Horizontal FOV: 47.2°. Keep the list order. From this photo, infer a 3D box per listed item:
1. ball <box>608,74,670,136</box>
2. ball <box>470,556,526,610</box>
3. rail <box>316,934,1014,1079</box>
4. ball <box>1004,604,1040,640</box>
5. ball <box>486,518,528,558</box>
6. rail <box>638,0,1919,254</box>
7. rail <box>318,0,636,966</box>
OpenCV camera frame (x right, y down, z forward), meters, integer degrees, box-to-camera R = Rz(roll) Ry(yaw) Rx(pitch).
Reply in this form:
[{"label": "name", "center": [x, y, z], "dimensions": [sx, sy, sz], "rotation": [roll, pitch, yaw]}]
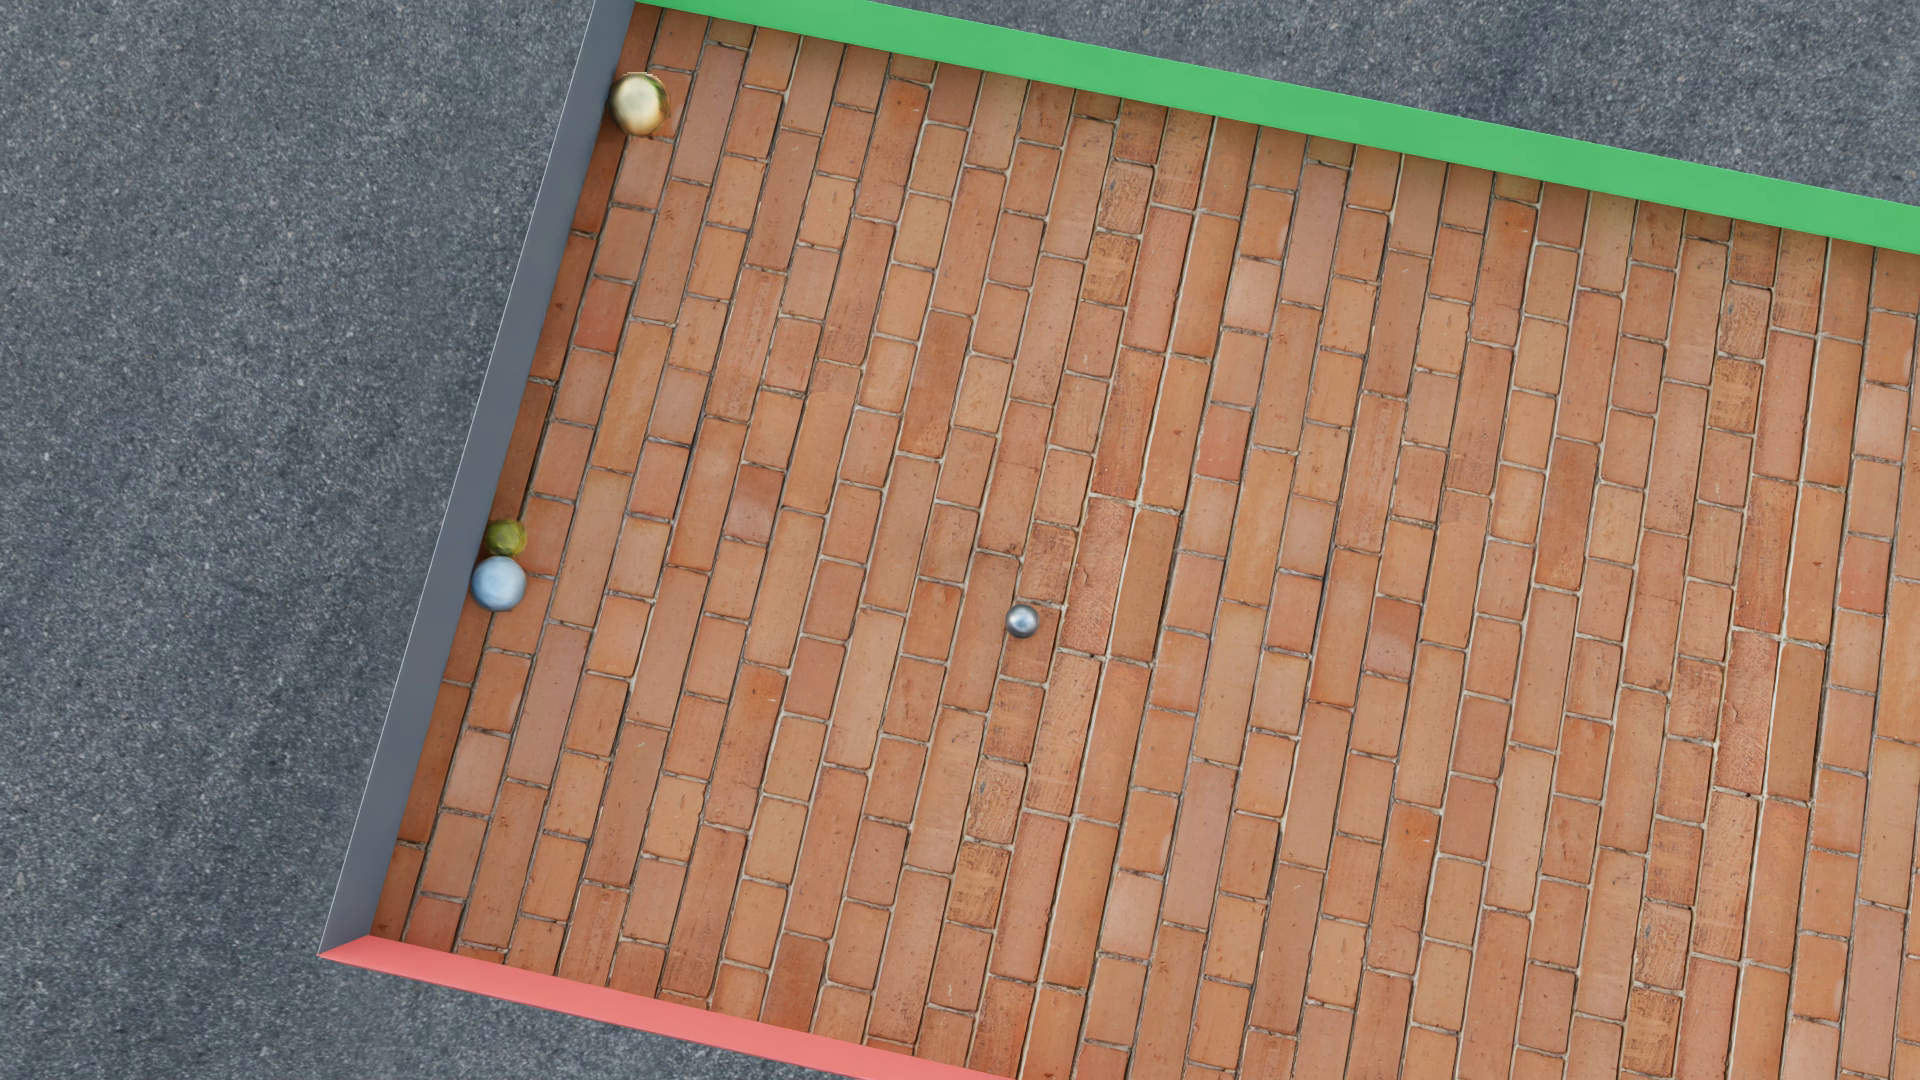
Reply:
[{"label": "ball", "center": [-0.516, -0.698, 3.531], "dimensions": [0.099, 0.099, 0.099], "rotation": [0, 75, 0]}, {"label": "ball", "center": [-0.699, 0.065, 3.329], "dimensions": [0.083, 0.083, 0.083], "rotation": [0, 75, 0]}, {"label": "rail", "center": [0.566, 0.888, 3.078], "dimensions": [3.004, 0.128, 0.045], "rotation": [12, 75, 3]}, {"label": "ball", "center": [0.094, 0.123, 3.328], "dimensions": [0.054, 0.054, 0.054], "rotation": [0, 75, 0]}, {"label": "ball", "center": [-0.693, -0.002, 3.358], "dimensions": [0.063, 0.063, 0.063], "rotation": [0, 75, 0]}, {"label": "rail", "center": [0.901, -0.597, 3.487], "dimensions": [3.004, 0.128, 0.045], "rotation": [12, 75, 3]}, {"label": "rail", "center": [-0.711, -0.157, 3.366], "dimensions": [0.045, 0.128, 1.624], "rotation": [12, 75, 3]}]
